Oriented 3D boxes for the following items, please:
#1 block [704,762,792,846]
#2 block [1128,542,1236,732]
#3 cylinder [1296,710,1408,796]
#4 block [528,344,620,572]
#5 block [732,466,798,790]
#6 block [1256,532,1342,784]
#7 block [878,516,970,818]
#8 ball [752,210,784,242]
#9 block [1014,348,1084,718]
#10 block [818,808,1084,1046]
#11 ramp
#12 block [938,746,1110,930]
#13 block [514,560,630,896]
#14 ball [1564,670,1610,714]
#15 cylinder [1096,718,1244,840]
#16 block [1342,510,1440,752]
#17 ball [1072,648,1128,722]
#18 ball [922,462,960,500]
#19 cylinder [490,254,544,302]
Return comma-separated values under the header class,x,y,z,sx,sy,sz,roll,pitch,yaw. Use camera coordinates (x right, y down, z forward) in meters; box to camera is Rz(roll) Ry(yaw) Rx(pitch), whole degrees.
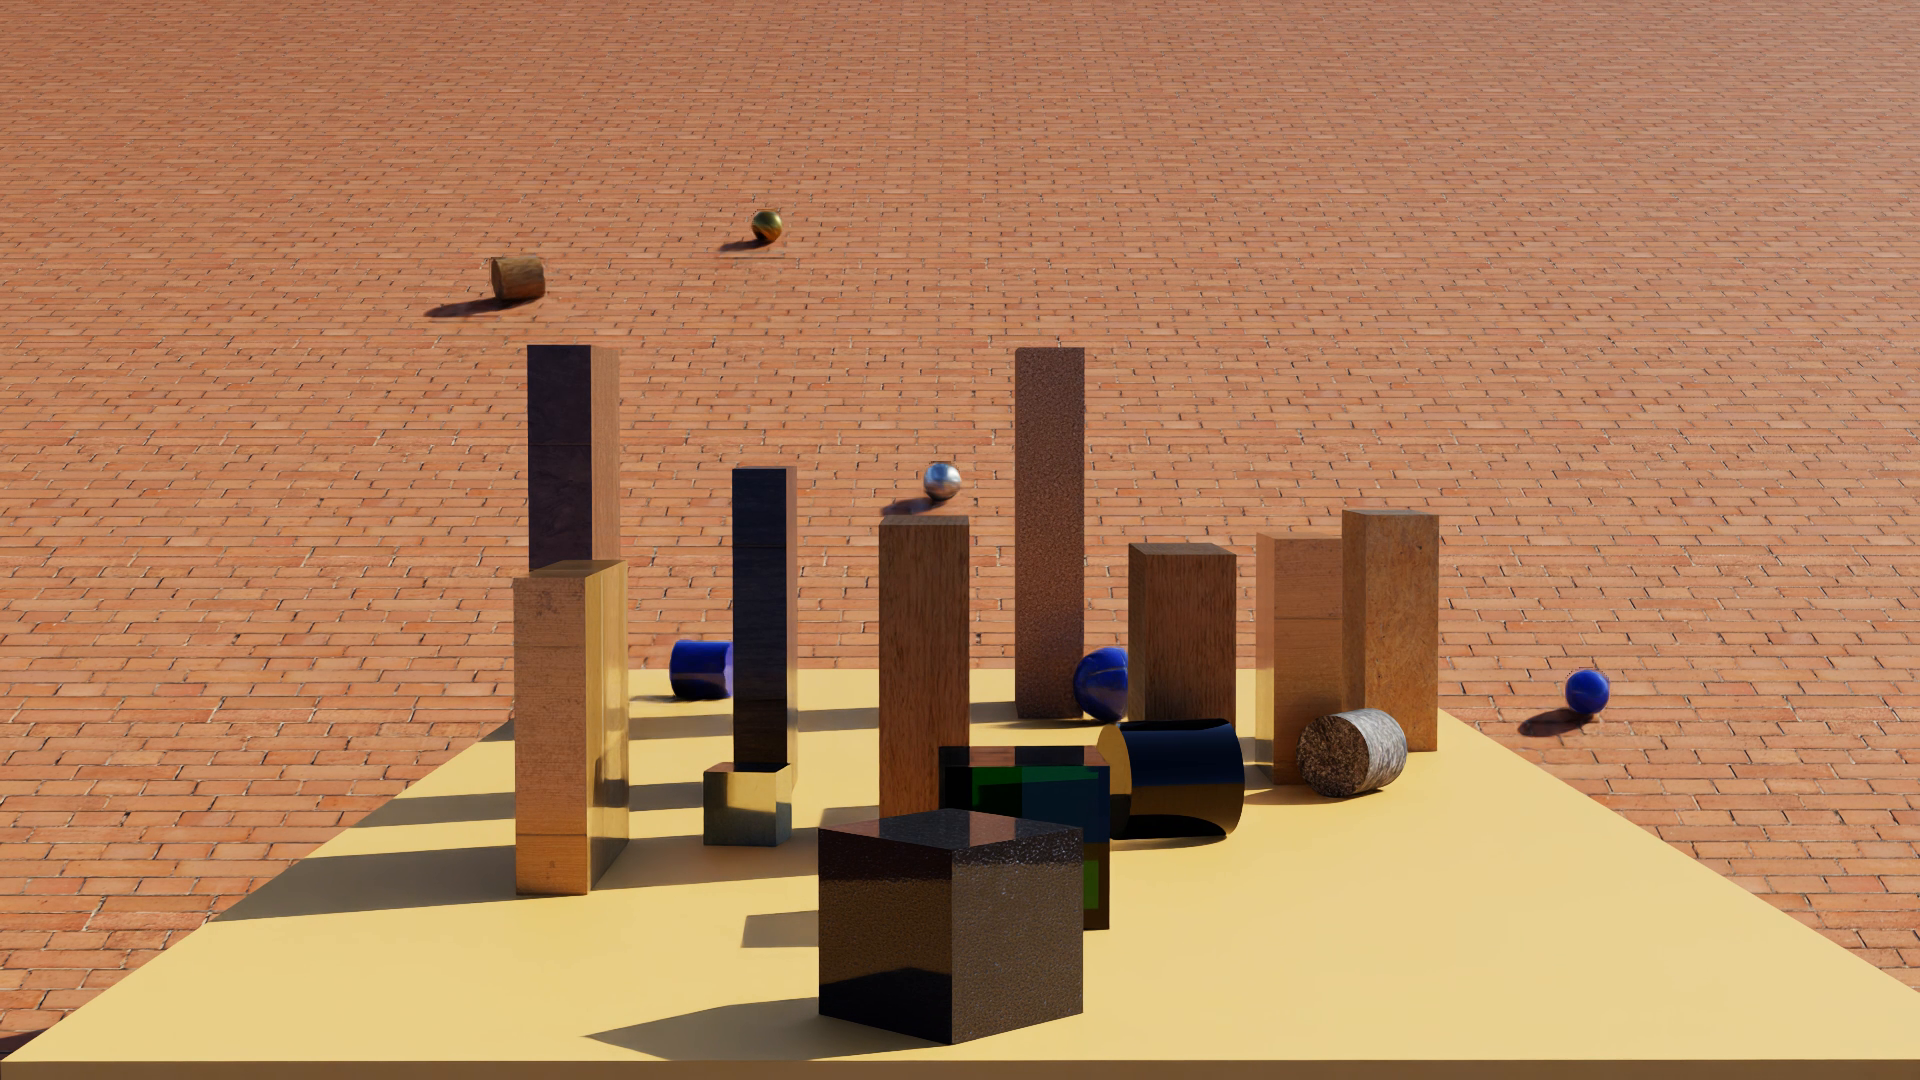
class,x,y,z,sx,sy,sz,roll,pitch,yaw
block,-0.318,0.396,3.865,0.110,0.110,0.110,0,3,9
block,0.358,0.225,4.190,0.141,0.422,0.392,0,3,0
cylinder,0.663,0.359,4.353,0.138,0.138,0.138,17,11,36
block,-0.795,-0.007,5.332,0.126,0.781,0.431,0,3,0
block,-0.330,0.152,4.378,0.089,0.551,0.283,0,3,0
block,0.601,0.204,4.578,0.117,0.426,0.271,0,3,0
block,-0.051,0.211,3.836,0.129,0.483,0.384,0,3,0
ball,-0.785,-1.280,10.495,0.128,0.128,0.128,0,22,0
block,0.193,-0.022,5.602,0.139,0.784,0.350,0,3,0
block,-0.010,0.404,2.729,0.199,0.199,0.199,3,4,44
ramp,0.052,0.470,4.535,2.000,0.100,4.000,0,3,0
block,0.079,0.376,3.277,0.204,0.204,0.204,0,3,-3
block,-0.543,0.251,3.628,0.095,0.423,0.441,0,3,0
ball,1.584,0.384,6.494,0.113,0.113,0.113,0,22,0
cylinder,0.315,0.361,3.891,0.178,0.178,0.178,-1,22,-15
block,0.840,0.170,5.047,0.138,0.451,0.310,0,3,0
ball,0.314,0.303,5.384,0.157,0.157,0.157,0,22,0
ball,-0.056,-0.178,7.847,0.116,0.116,0.116,0,22,0
cylinder,-1.675,-0.991,9.747,0.162,0.162,0.162,-11,25,-23
